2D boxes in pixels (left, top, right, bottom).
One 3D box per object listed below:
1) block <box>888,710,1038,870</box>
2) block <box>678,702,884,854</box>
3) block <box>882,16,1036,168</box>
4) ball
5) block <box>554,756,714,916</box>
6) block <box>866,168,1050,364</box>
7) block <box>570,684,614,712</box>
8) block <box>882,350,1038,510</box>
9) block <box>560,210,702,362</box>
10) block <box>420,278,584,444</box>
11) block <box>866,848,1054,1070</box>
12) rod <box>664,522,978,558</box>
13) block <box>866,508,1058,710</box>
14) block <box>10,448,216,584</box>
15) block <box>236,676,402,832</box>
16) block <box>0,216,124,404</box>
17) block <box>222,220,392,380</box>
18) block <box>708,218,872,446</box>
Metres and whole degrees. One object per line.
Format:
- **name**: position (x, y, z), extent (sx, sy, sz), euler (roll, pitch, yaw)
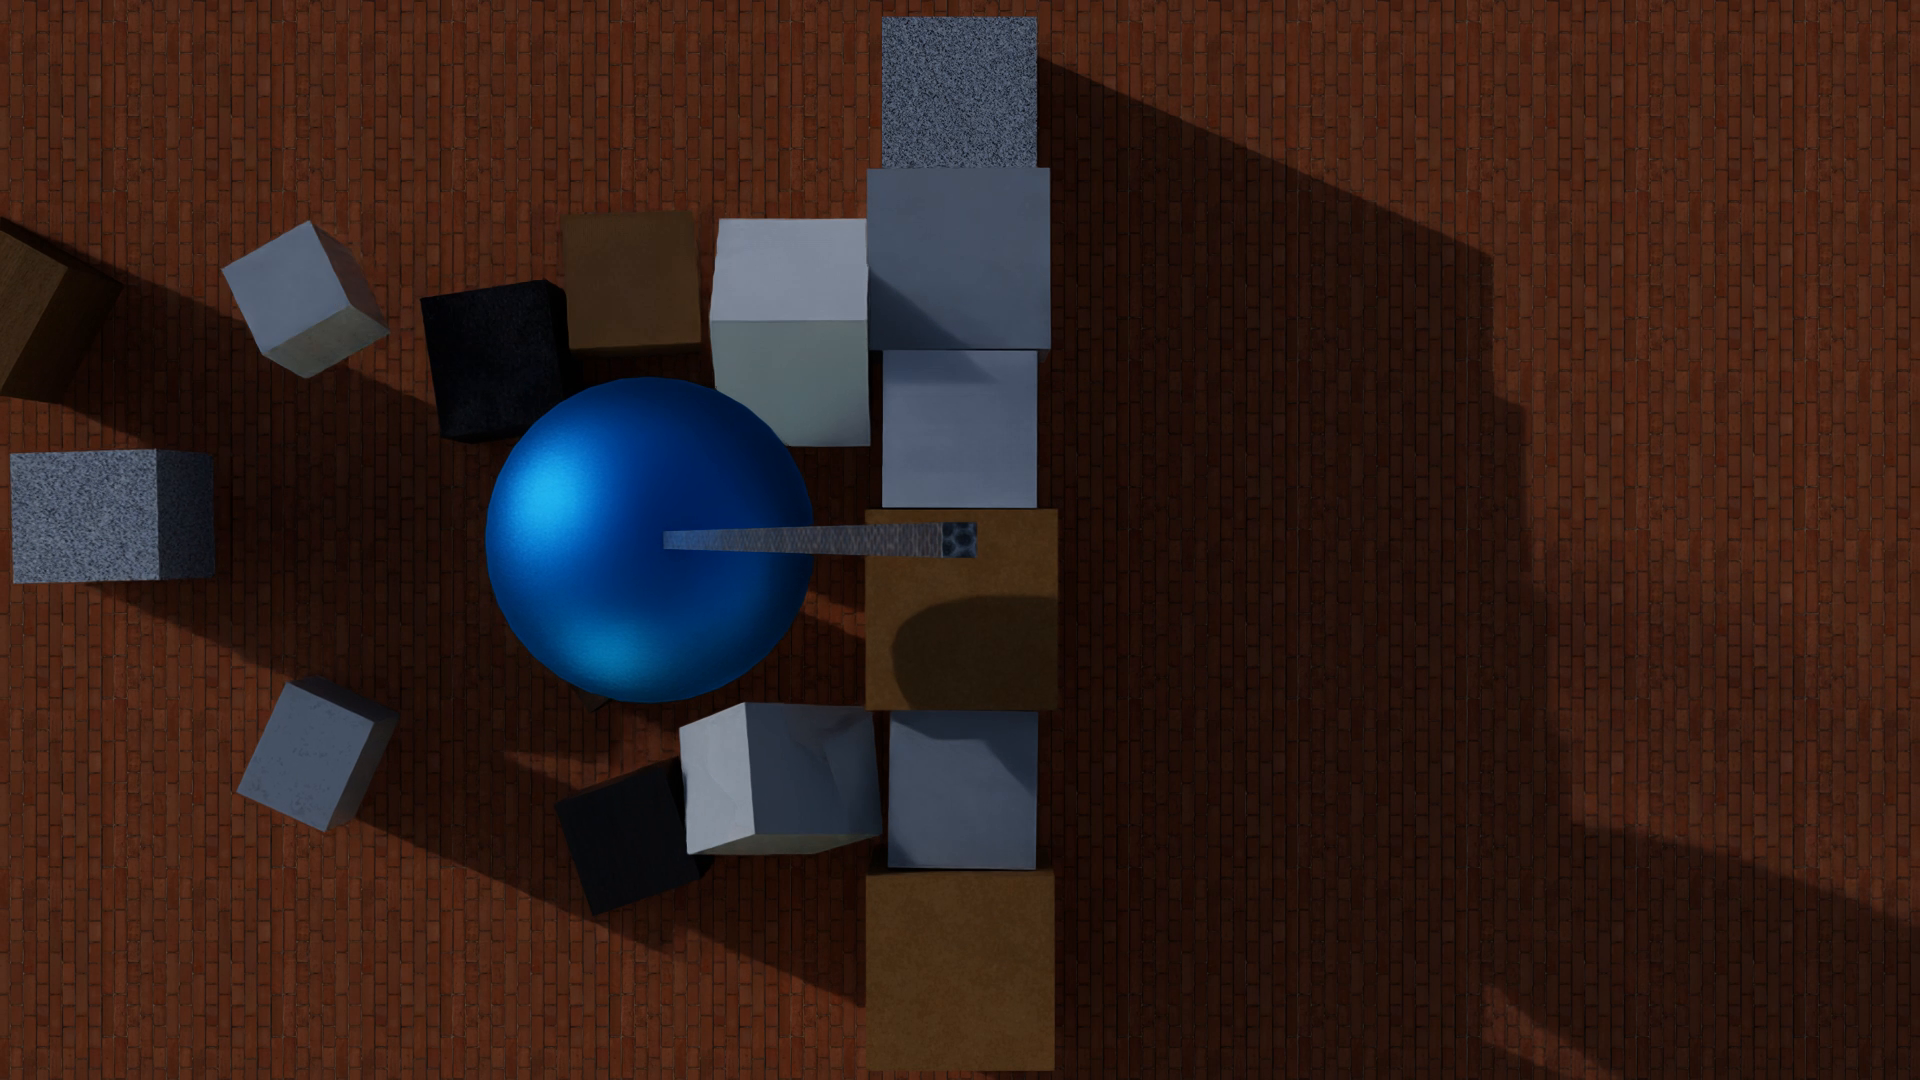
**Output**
- **block**: position (0.016, 1.373, 12.550), extent (0.815, 0.900, 0.870), euler (1, 90, 0)
- **block**: position (-1.012, 1.355, 12.383), extent (0.847, 0.708, 0.723), euler (6, 71, -37)
- **block**: position (-0.003, -2.459, 12.544), extent (0.852, 0.912, 0.835), euler (0, 90, 0)
- **ball**: position (-1.507, 0.000, 10.749), extent (1.600, 1.600, 1.600), euler (0, 90, 0)
- **block**: position (-1.863, 1.692, 12.664), extent (0.643, 0.672, 0.661), euler (-19, 90, 0)
- **block**: position (-0.006, -1.540, 12.520), extent (1.001, 0.960, 0.991), euler (0, 90, 0)
- **block**: position (-2.016, 0.474, 12.669), extent (0.675, 0.662, 0.743), euler (-35, 90, 0)
- **block**: position (0.000, -0.603, 12.486), extent (0.840, 1.027, 0.859), euler (0, 90, 0)
- **block**: position (-1.860, -1.435, 12.478), extent (0.725, 0.677, 0.737), euler (-4, 89, -8)
- **block**: position (-2.595, -1.010, 12.617), extent (0.706, 0.767, 0.787), euler (-9, 90, 0)
- **block**: position (0.002, 2.350, 12.458), extent (1.021, 1.084, 1.052), euler (0, 90, 0)
- **rod**: position (-0.653, 0.000, 7.458), extent (0.080, 5.200, 0.080), euler (0, 90, -15)
- **block**: position (0.010, 0.379, 12.486), extent (1.050, 1.028, 1.095), euler (0, 90, 0)
- **block**: position (-4.837, -0.132, 12.595), extent (0.841, 0.749, 0.726), euler (-2, 90, 4)
- **block**: position (-3.689, 1.223, 12.695), extent (0.548, 0.609, 0.681), euler (24, 90, 0)
- **block**: position (-5.506, -1.362, 12.586), extent (0.855, 0.828, 0.809), euler (29, 90, 0)
- **block**: position (-3.648, -1.335, 12.302), extent (0.559, 0.586, 0.556), euler (-29, 78, 2)
- **block**: position (-0.926, -1.163, 12.357), extent (0.841, 0.920, 0.883), euler (0, 46, -1)
